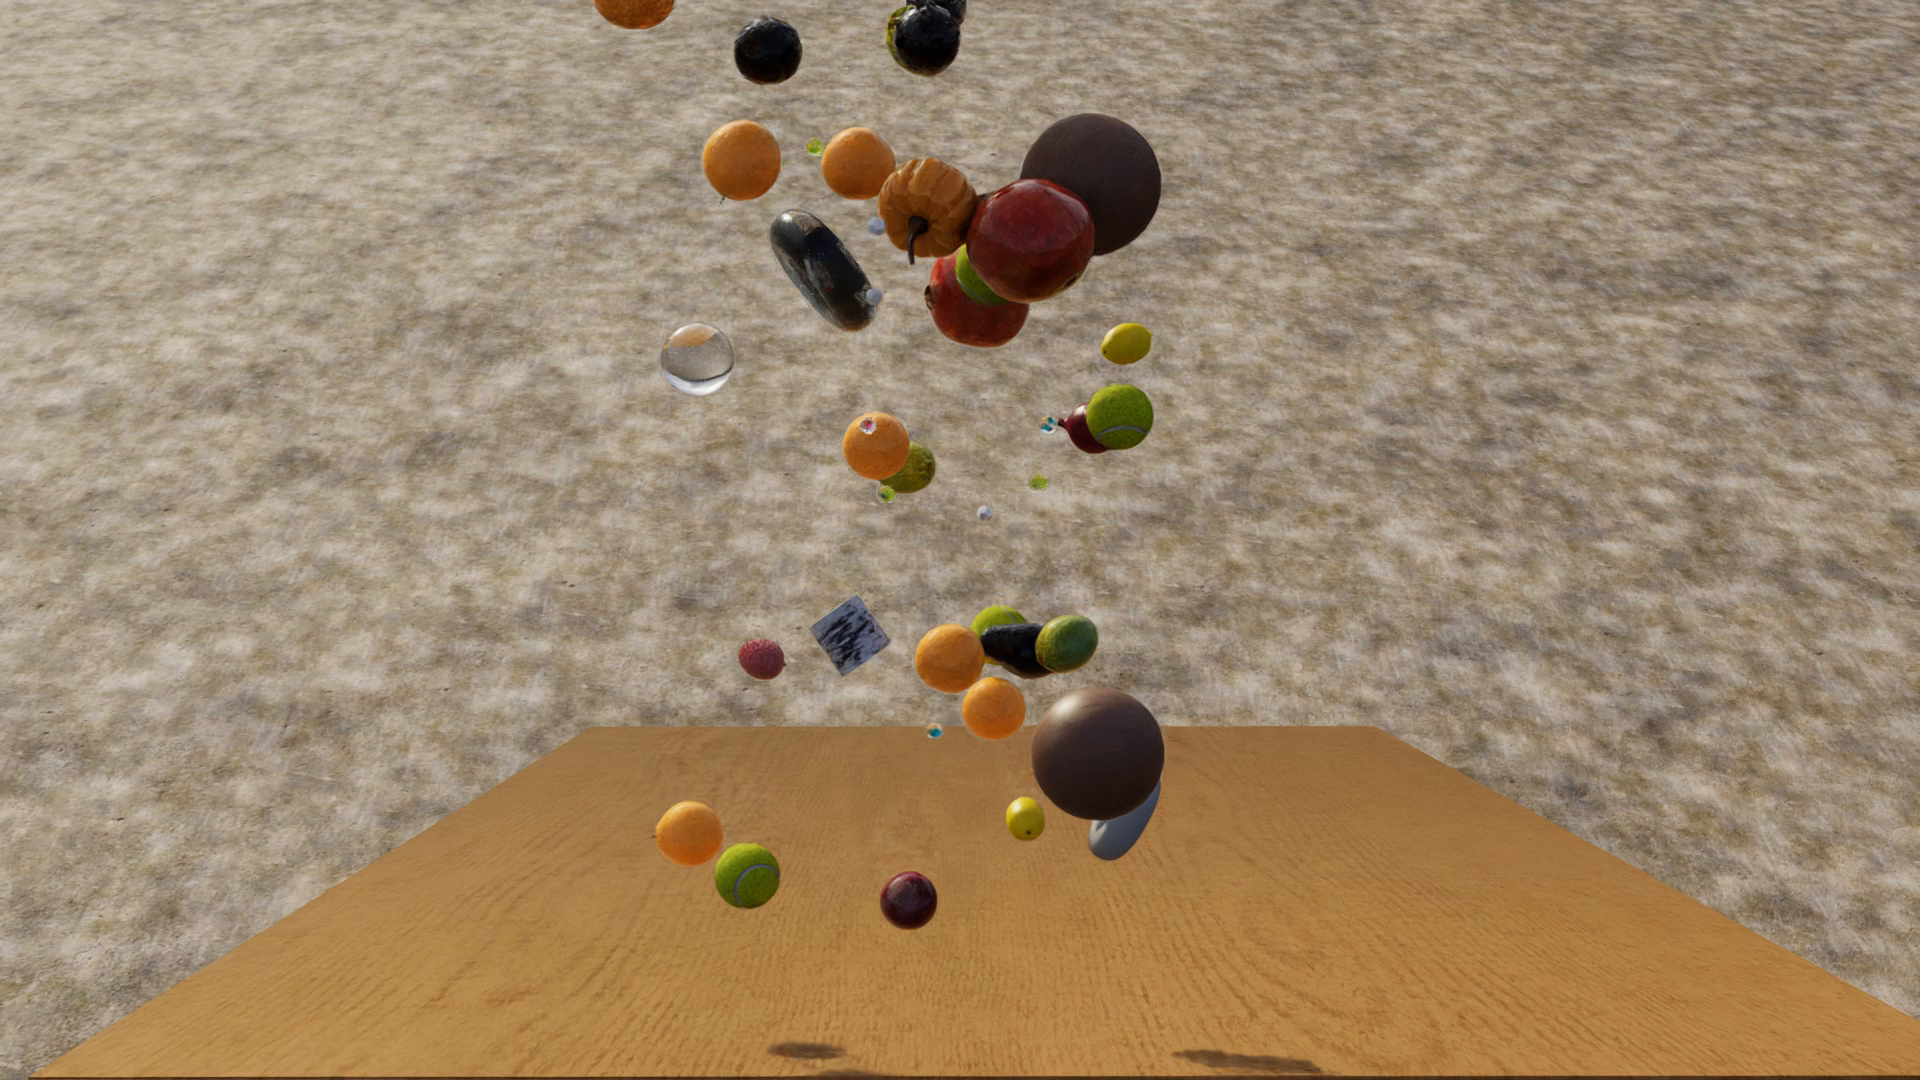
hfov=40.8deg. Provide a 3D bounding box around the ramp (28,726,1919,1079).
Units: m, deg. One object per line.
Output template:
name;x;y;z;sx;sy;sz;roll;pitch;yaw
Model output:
ramp;0.062;0.557;4.595;2.000;0.100;4.000;0;1;0

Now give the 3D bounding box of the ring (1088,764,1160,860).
ring;0.169;0.280;2.662;0.037;0.110;0.110;30;28;-7

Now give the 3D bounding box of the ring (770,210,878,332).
ring;-0.134;-0.263;2.523;0.046;0.139;0.139;-40;38;-8

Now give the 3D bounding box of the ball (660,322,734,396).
ball;-0.259;-0.179;2.548;0.073;0.073;0.073;0;27;0

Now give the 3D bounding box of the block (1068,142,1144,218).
block;0.147;-0.362;2.592;0.053;0.053;0.053;5;44;23

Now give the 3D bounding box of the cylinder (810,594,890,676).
cylinder;-0.115;0.099;2.693;0.062;0.062;0.062;-35;1;1
